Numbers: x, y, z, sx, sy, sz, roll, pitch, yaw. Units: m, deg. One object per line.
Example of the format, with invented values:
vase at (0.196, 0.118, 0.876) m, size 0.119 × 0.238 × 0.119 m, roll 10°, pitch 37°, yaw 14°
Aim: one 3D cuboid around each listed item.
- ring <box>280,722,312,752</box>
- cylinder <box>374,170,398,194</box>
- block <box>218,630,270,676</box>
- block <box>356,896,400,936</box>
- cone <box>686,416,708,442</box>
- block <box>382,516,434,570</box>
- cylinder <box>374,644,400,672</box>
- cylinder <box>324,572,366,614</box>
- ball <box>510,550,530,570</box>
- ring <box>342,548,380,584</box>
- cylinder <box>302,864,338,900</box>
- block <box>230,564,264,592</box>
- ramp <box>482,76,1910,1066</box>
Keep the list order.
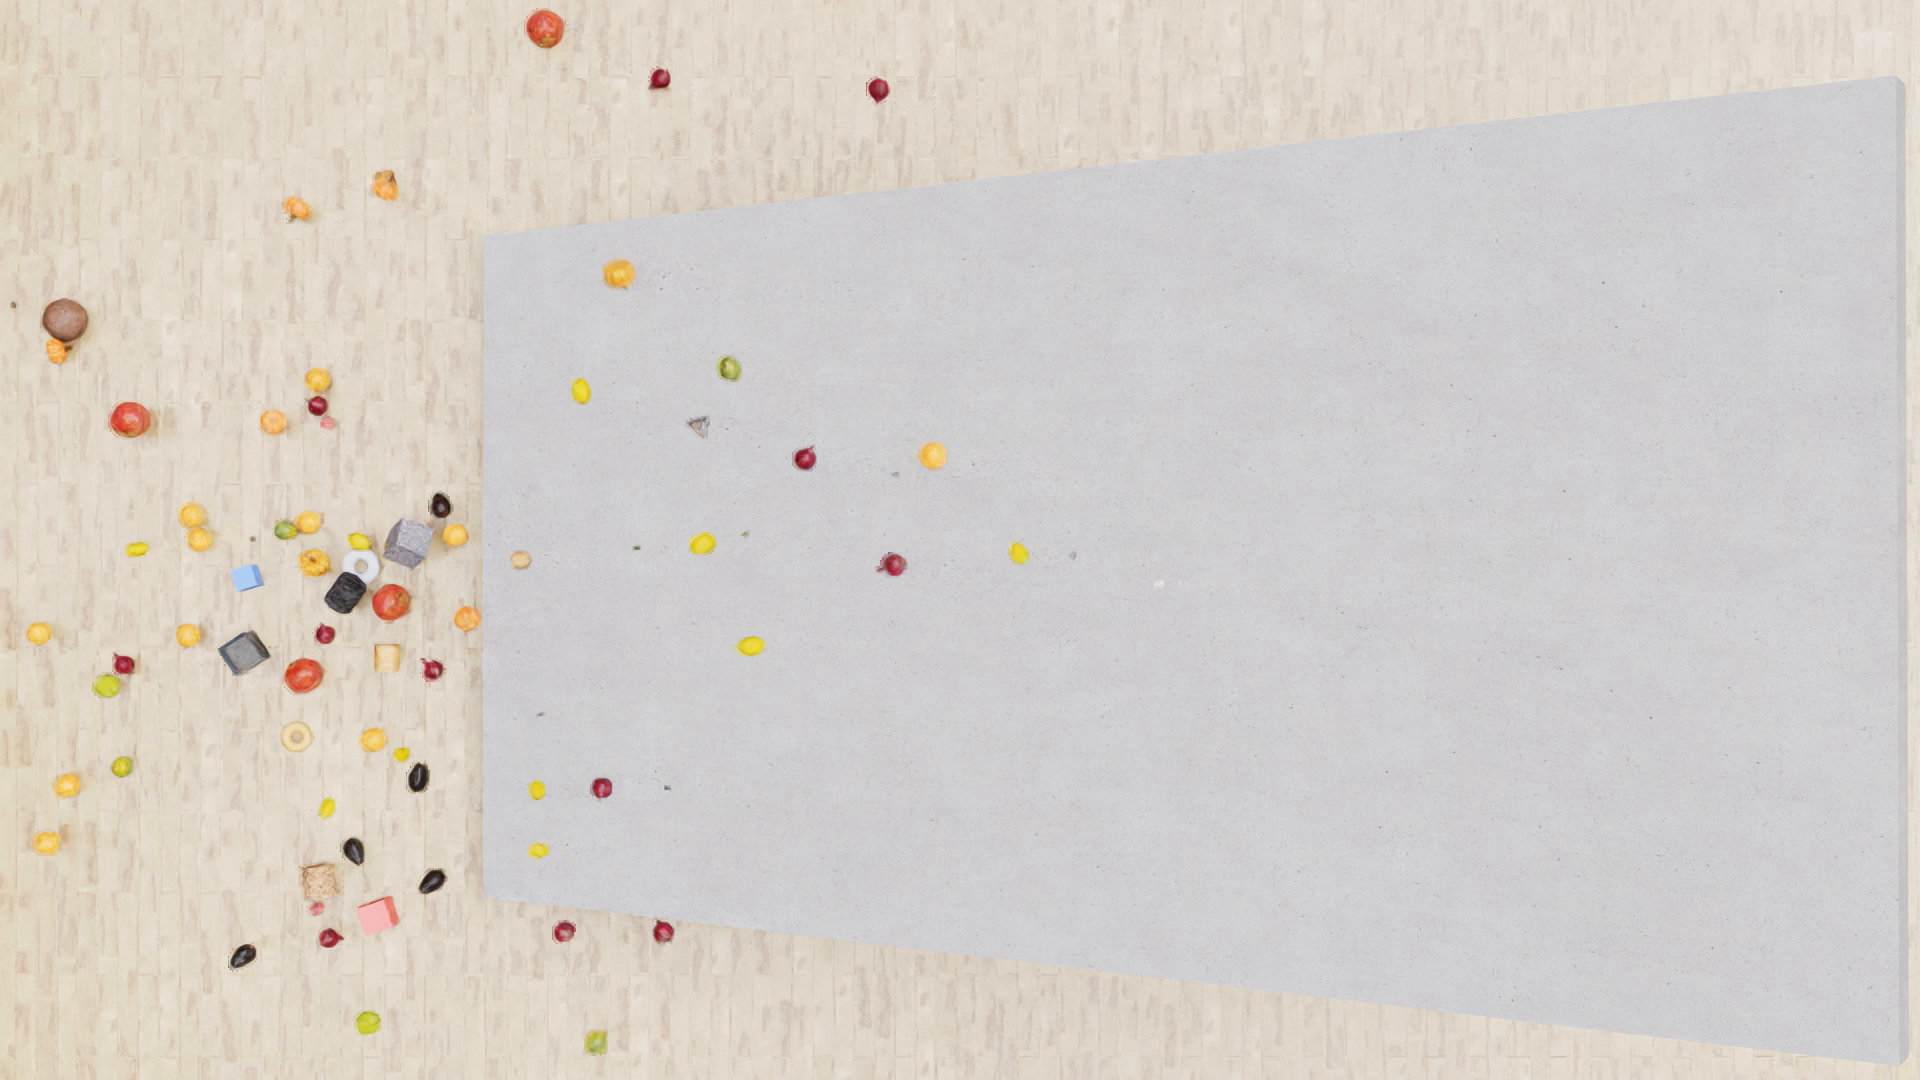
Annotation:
ring at (-2.025, 0.601, 6.712) m, size 0.095 × 0.032 × 0.095 m, roll 0°, pitch 88°, yaw 0°
cylinder at (-1.752, -1.093, 6.712) m, size 0.058 × 0.058 × 0.058 m, roll -14°, pitch 88°, yaw 0°
block at (-2.174, 0.344, 6.682) m, size 0.096 × 0.096 × 0.096 m, roll -34°, pitch 90°, yaw 0°
block at (-1.768, 1.142, 6.679) m, size 0.088 × 0.088 × 0.088 m, roll -18°, pitch 90°, yaw 0°
cone at (-0.724, -0.306, 6.144) m, size 0.067 × 0.067 × 0.067 m, roll -18°, pitch 97°, yaw 0°
block at (-1.662, 0.010, 6.622) m, size 0.100 × 0.100 × 0.100 m, roll 25°, pitch 53°, yaw -28°
cylinder at (-1.743, 0.358, 6.688) m, size 0.077 × 0.077 × 0.077 m, roll 3°, pitch 94°, yaw 0°
cylinder at (-1.862, 0.162, 6.665) m, size 0.090 × 0.090 × 0.090 m, roll 41°, pitch 112°, yaw 0°
ball at (-1.305, 0.059, 6.525) m, size 0.055 × 0.055 × 0.055 m, roll 0°, pitch 90°, yaw 0°
ring at (-1.827, 0.080, 6.713) m, size 0.116 × 0.039 × 0.116 m, roll 0°, pitch 92°, yaw 0°
cylinder at (-1.943, 1.037, 6.671) m, size 0.095 × 0.095 × 0.095 m, roll -8°, pitch 89°, yaw 0°
block at (-2.172, 0.115, 6.699) m, size 0.066 × 0.066 × 0.066 m, roll -17°, pitch 90°, yaw 0°
ramp at (0.253, 0.070, 5.586) m, size 4.000 × 0.100 × 2.000 m, roll 0°, pitch 89°, yaw 34°
